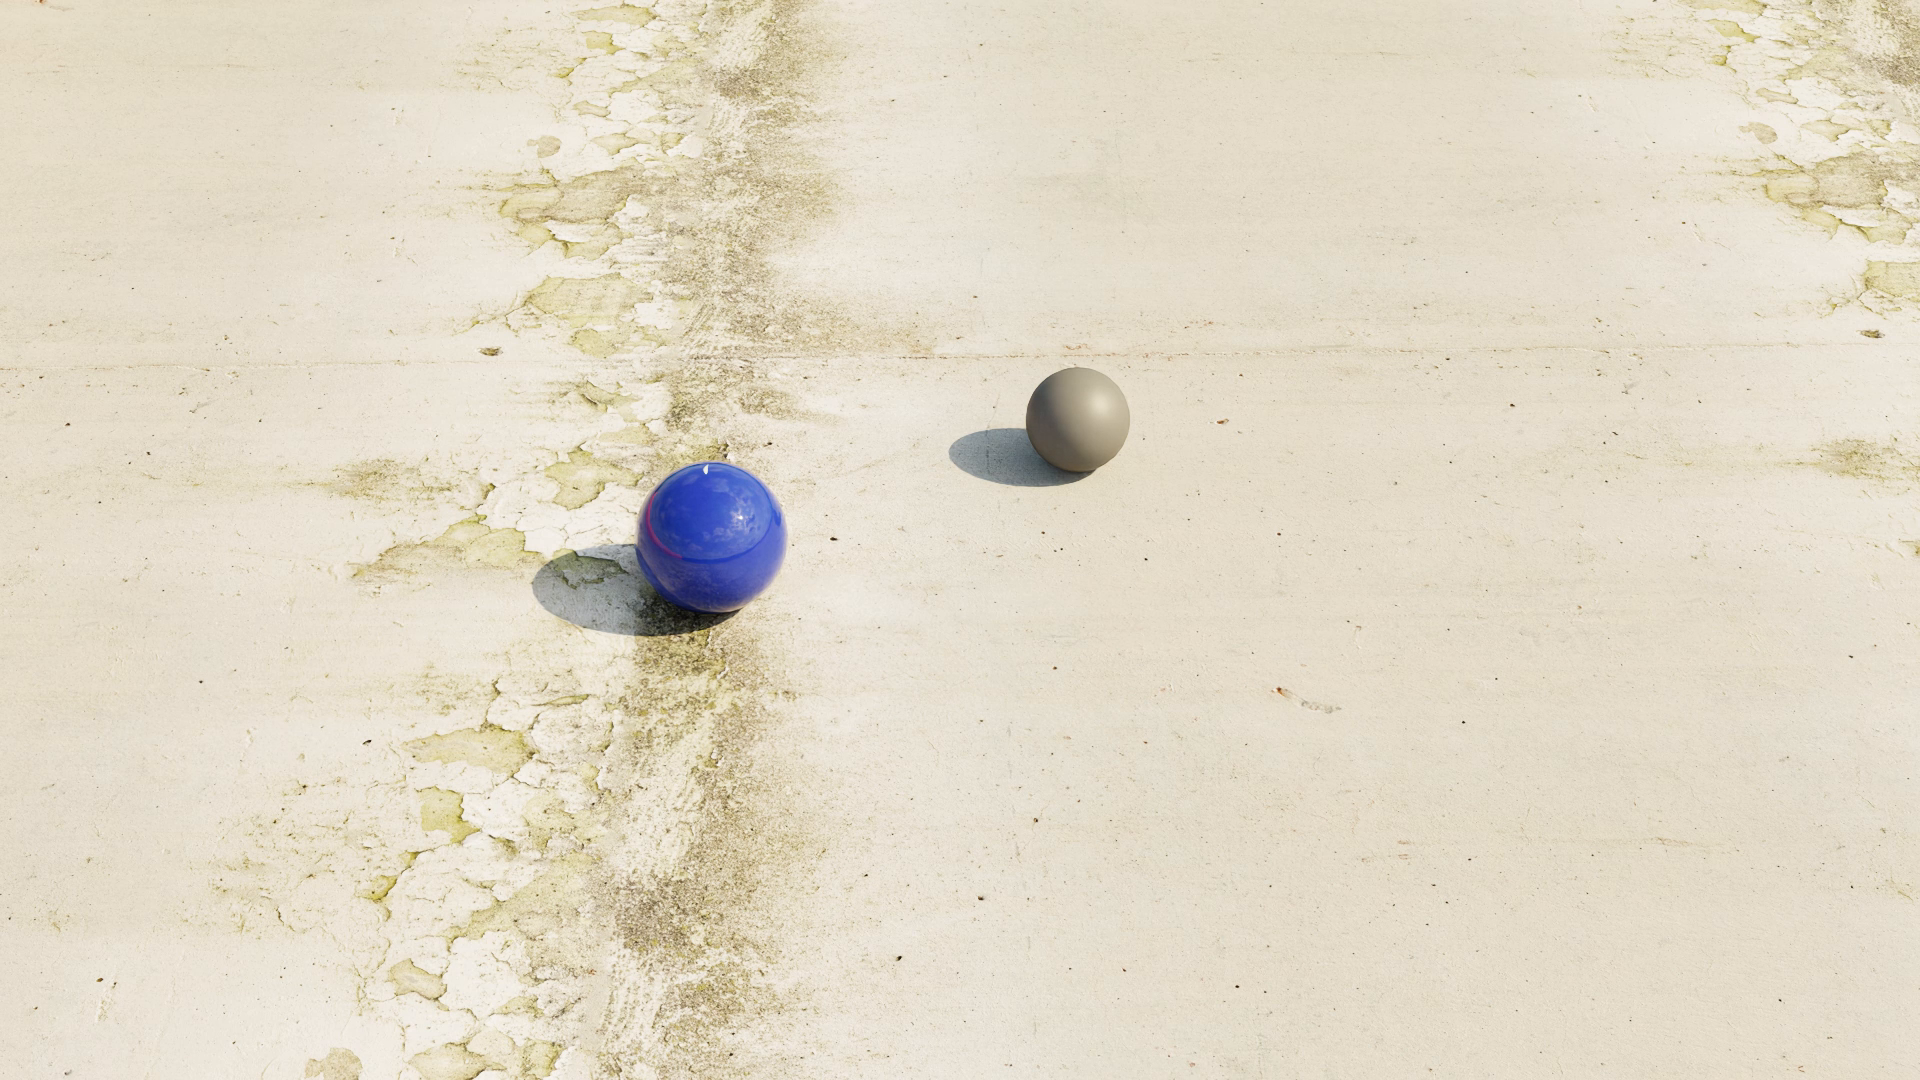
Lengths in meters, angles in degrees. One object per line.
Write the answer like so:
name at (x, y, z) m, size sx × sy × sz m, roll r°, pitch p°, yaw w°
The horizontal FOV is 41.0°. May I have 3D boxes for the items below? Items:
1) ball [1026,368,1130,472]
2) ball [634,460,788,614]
ball at (0.079, -0.080, 1.710) m, size 0.070 × 0.070 × 0.070 m, roll 0°, pitch 36°, yaw 0°
ball at (-0.153, -0.002, 1.583) m, size 0.095 × 0.095 × 0.095 m, roll 0°, pitch 36°, yaw 0°
